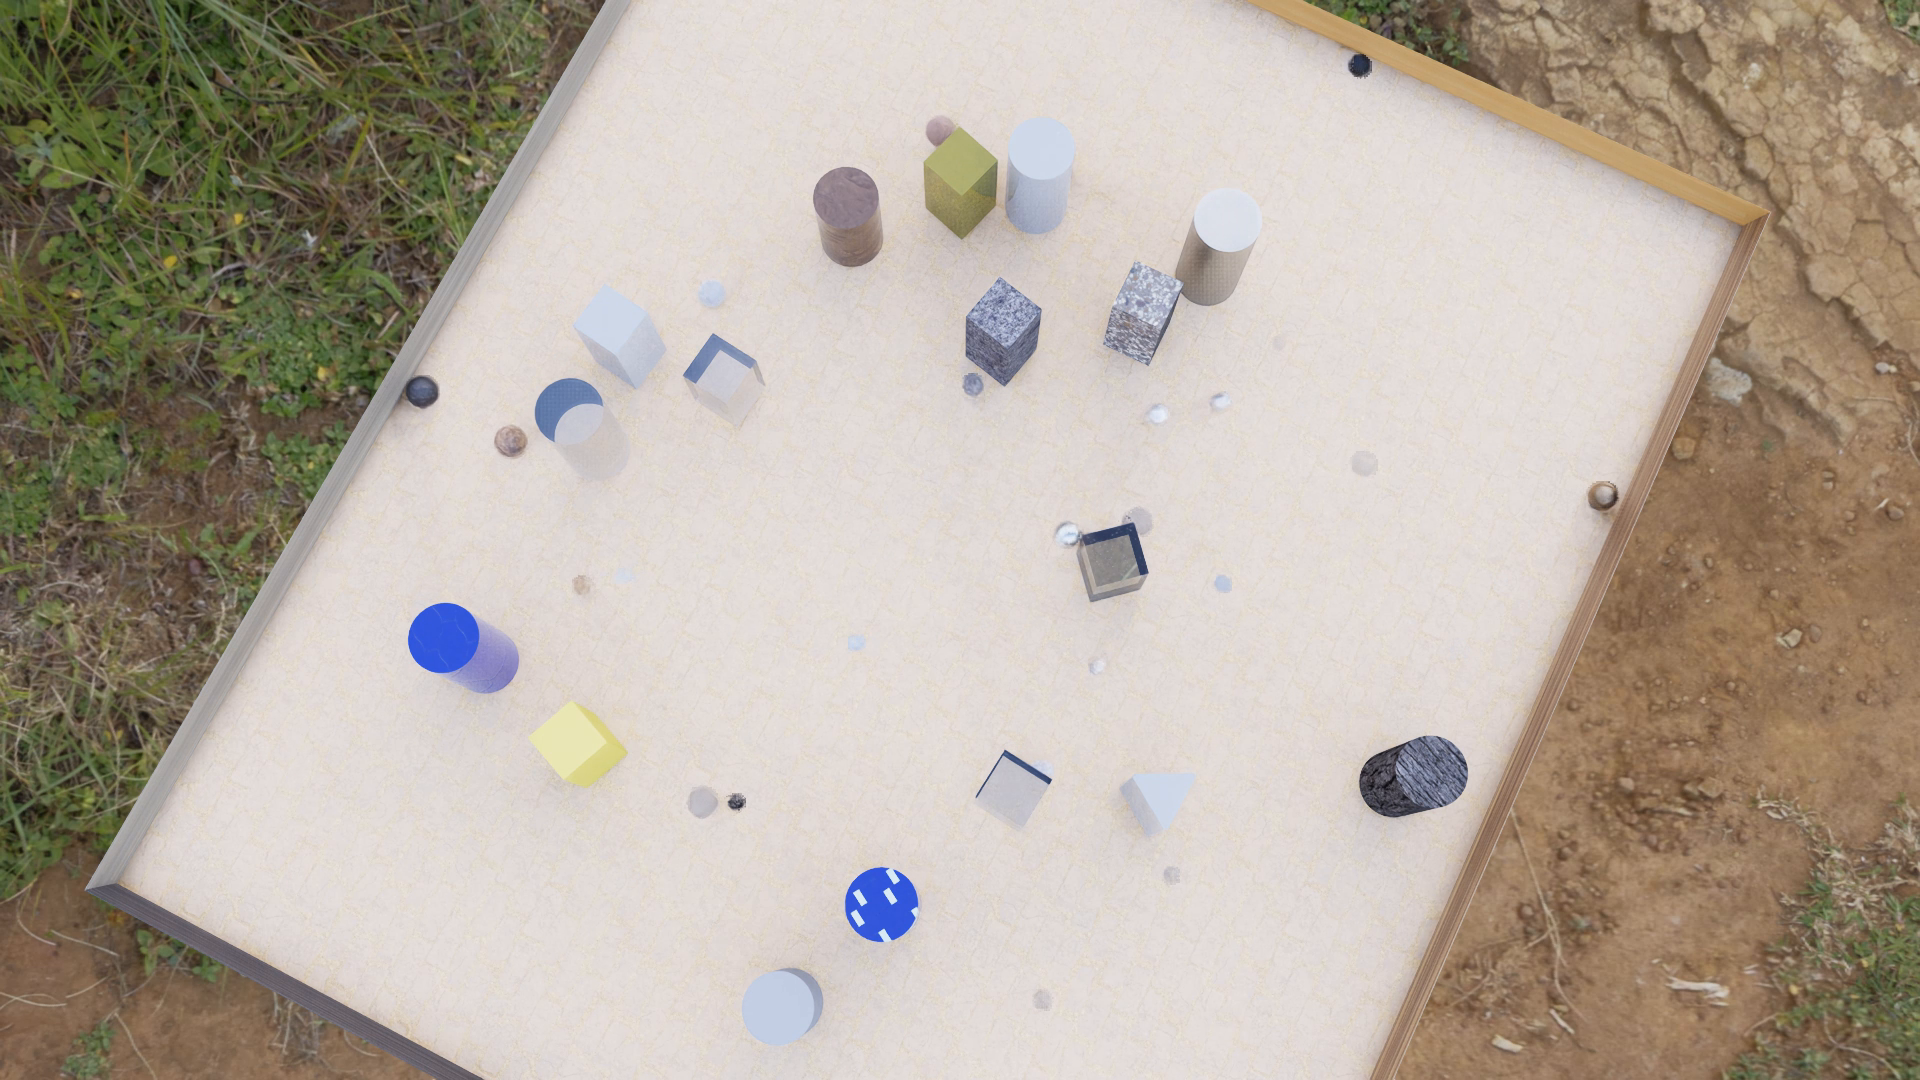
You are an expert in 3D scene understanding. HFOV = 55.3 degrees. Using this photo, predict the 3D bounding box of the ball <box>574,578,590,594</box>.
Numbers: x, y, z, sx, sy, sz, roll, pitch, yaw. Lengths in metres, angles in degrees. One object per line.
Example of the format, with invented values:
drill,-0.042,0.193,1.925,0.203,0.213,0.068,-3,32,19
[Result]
ball,-1.147,0.140,5.561,0.053,0.053,0.053,0,78,0

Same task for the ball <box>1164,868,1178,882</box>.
ball,0.622,0.984,5.390,0.044,0.044,0.044,0,78,0

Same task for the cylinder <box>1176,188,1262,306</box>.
cylinder,0.779,-0.882,5.555,0.198,0.477,0.198,0,78,0

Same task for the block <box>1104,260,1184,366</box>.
block,0.554,-0.685,5.570,0.159,0.369,0.159,26,79,5

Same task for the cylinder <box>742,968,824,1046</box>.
cylinder,-0.497,1.312,5.169,0.198,0.345,0.198,0,78,0

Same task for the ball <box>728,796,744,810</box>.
ball,-0.664,0.779,5.432,0.045,0.045,0.045,0,78,0

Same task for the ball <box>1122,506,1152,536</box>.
ball,0.539,-0.055,5.582,0.091,0.091,0.091,0,78,0

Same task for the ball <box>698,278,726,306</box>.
ball,-0.777,-0.773,5.733,0.086,0.086,0.086,0,78,0

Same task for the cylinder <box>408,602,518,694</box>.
cylinder,-1.432,0.319,5.311,0.198,0.469,0.198,0,78,0

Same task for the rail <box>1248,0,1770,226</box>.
rail,0.908,-1.772,5.917,3.585,0.129,0.045,26,80,5

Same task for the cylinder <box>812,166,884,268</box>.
cylinder,-0.342,-0.993,5.655,0.198,0.328,0.198,0,78,0

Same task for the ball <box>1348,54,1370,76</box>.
ball,1.285,-1.528,5.896,0.072,0.072,0.072,0,78,0

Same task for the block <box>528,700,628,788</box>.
block,-1.104,0.597,5.319,0.159,0.340,0.159,-41,81,-8

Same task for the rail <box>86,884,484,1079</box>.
rail,-0.908,1.785,5.180,3.585,0.129,0.045,26,80,5

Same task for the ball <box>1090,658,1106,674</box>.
ball,0.416,0.379,5.513,0.050,0.050,0.050,0,78,0

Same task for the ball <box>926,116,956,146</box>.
ball,-0.060,-1.300,5.837,0.096,0.096,0.096,0,78,0

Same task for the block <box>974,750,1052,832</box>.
block,0.151,0.730,5.305,0.159,0.315,0.159,32,80,6

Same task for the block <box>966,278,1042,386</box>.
block,0.128,-0.625,5.548,0.159,0.387,0.159,39,81,7

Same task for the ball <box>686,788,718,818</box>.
ball,-0.761,0.775,5.410,0.091,0.091,0.091,0,78,0

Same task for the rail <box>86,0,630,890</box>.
rail,-1.582,-0.768,5.709,0.045,0.129,4.109,26,80,5

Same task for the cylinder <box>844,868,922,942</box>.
cylinder,-0.211,1.029,5.162,0.198,0.474,0.198,0,78,0

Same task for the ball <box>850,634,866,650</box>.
ball,-0.307,0.309,5.526,0.052,0.052,0.052,0,78,0

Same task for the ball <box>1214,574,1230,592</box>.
ball,0.797,0.130,5.564,0.050,0.050,0.050,0,78,0

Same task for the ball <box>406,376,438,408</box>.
ball,-1.661,-0.457,5.661,0.098,0.098,0.098,0,78,0

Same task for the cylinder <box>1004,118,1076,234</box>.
cylinder,0.242,-1.112,5.624,0.198,0.437,0.198,0,78,0

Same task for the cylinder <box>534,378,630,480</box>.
cylinder,-1.119,-0.324,5.459,0.198,0.440,0.198,0,78,0

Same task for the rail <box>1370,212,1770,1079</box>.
rail,1.582,0.781,5.388,0.045,0.129,4.109,26,80,5

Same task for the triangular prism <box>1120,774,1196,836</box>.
triangular prism,0.583,0.726,5.241,0.149,0.442,0.172,-30,80,-6

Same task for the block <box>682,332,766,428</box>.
block,-0.714,-0.483,5.577,0.159,0.274,0.159,33,80,6

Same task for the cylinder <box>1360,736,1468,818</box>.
cylinder,1.289,0.680,5.235,0.198,0.471,0.198,0,78,0

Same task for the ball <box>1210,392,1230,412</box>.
ball,0.804,-0.427,5.675,0.059,0.059,0.059,0,78,0

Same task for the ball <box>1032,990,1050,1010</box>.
ball,0.237,1.334,5.313,0.053,0.053,0.053,0,78,0

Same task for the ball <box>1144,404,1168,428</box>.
ball,0.606,-0.382,5.659,0.071,0.071,0.071,0,78,0

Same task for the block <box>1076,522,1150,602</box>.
block,0.452,0.069,5.464,0.159,0.270,0.159,-14,79,-3

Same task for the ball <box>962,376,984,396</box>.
ball,0.041,-0.478,5.682,0.066,0.066,0.066,0,78,0

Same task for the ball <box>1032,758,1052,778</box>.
ball,0.243,0.682,5.442,0.065,0.065,0.065,0,78,0

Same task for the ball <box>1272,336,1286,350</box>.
ball,0.997,-0.614,5.723,0.041,0.041,0.041,0,78,0

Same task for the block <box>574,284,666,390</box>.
block,-1.028,-0.612,5.559,0.159,0.361,0.159,34,80,7

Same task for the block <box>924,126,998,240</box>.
block,0.002,-1.098,5.660,0.159,0.361,0.159,43,81,8

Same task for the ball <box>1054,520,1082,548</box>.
ball,0.329,-0.018,5.578,0.084,0.084,0.084,0,78,0

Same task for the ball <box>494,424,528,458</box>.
ball,-1.380,-0.304,5.629,0.099,0.099,0.099,0,78,0

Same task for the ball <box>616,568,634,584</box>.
ball,-1.017,0.111,5.568,0.051,0.051,0.051,0,78,0

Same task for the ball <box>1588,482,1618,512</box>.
ball,1.963,-0.132,5.600,0.087,0.087,0.087,0,78,0

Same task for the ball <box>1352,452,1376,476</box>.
ball,1.239,-0.232,5.627,0.073,0.073,0.073,0,78,0
